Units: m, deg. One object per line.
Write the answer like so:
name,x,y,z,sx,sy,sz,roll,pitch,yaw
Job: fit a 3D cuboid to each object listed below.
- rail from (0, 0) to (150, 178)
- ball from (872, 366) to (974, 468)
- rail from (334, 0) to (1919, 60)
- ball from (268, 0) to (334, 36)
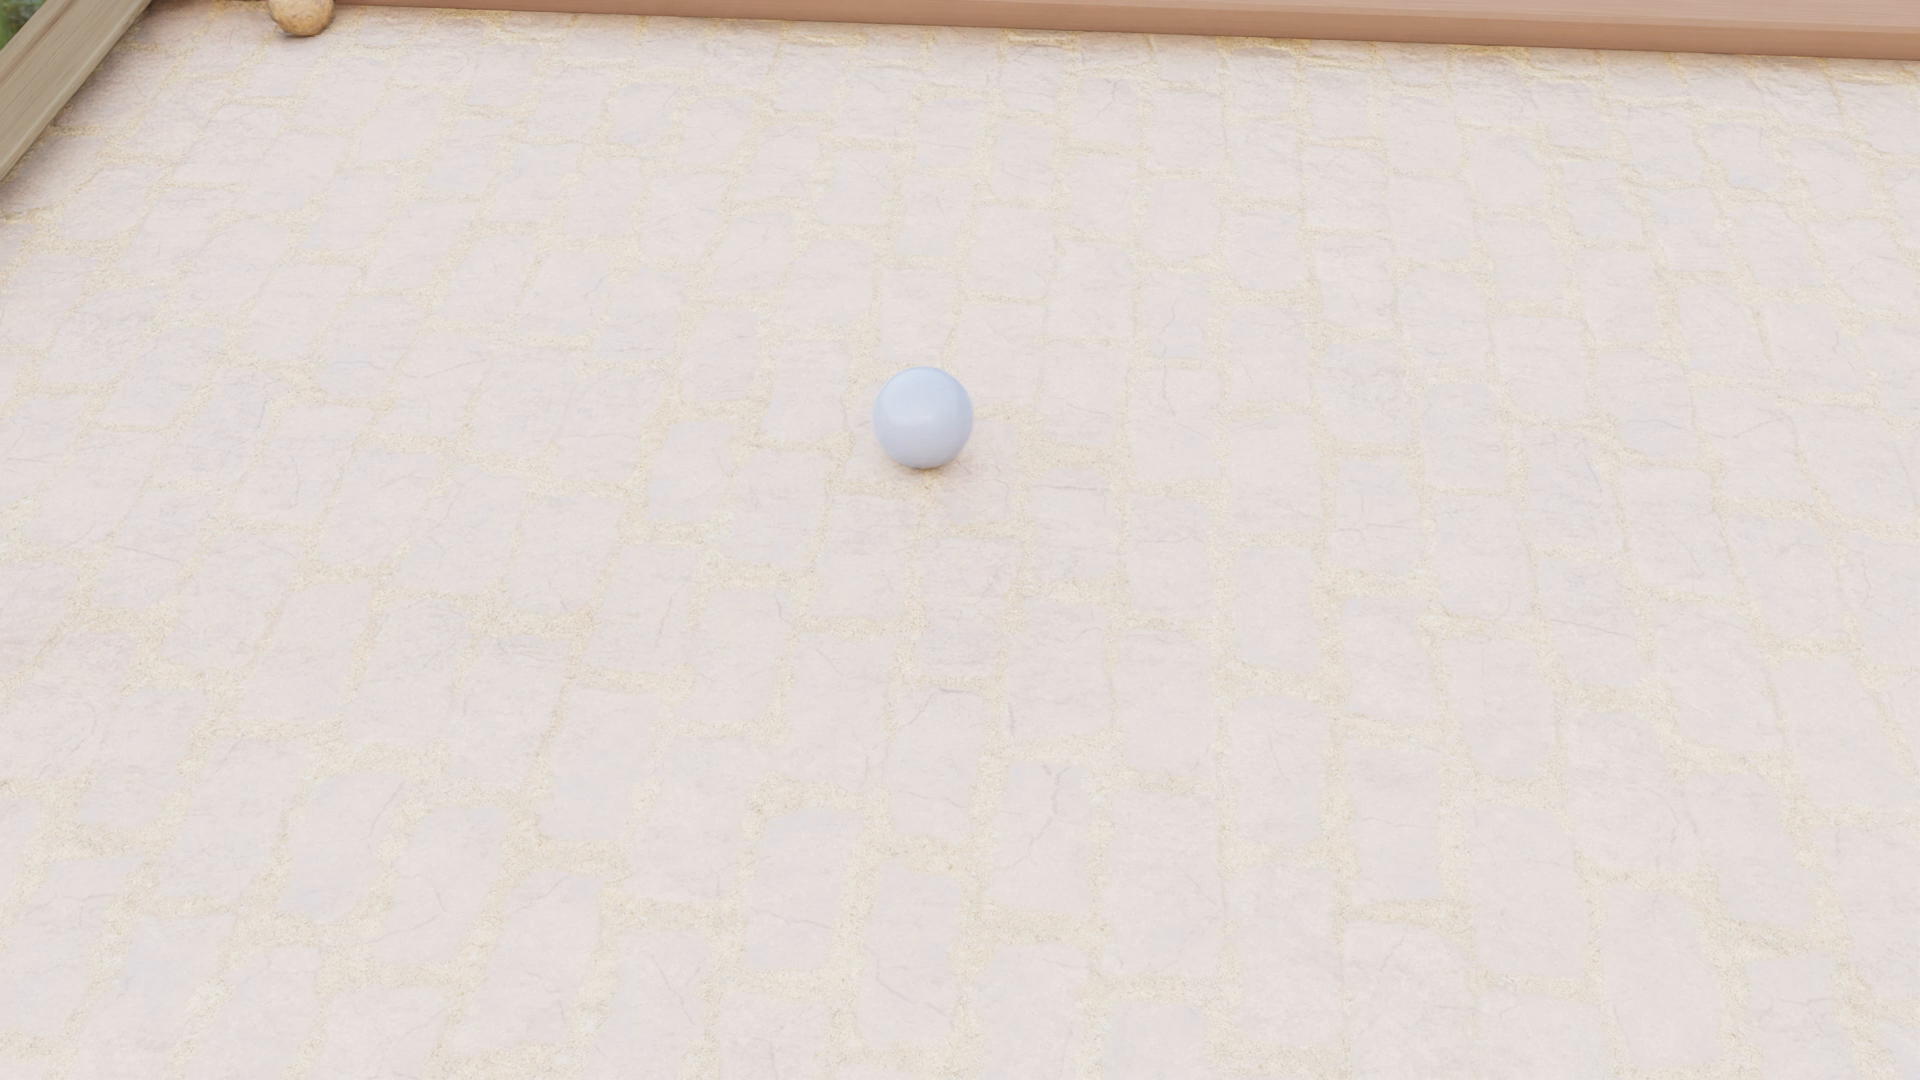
rail,-0.867,-0.057,1.811,0.045,0.098,1.831,3,36,4
ball,-0.027,-0.090,1.878,0.075,0.075,0.075,0,36,0
rail,0.966,-0.486,2.412,3.576,0.098,0.045,3,36,4
ball,-0.640,-0.522,2.494,0.063,0.063,0.063,0,36,0
